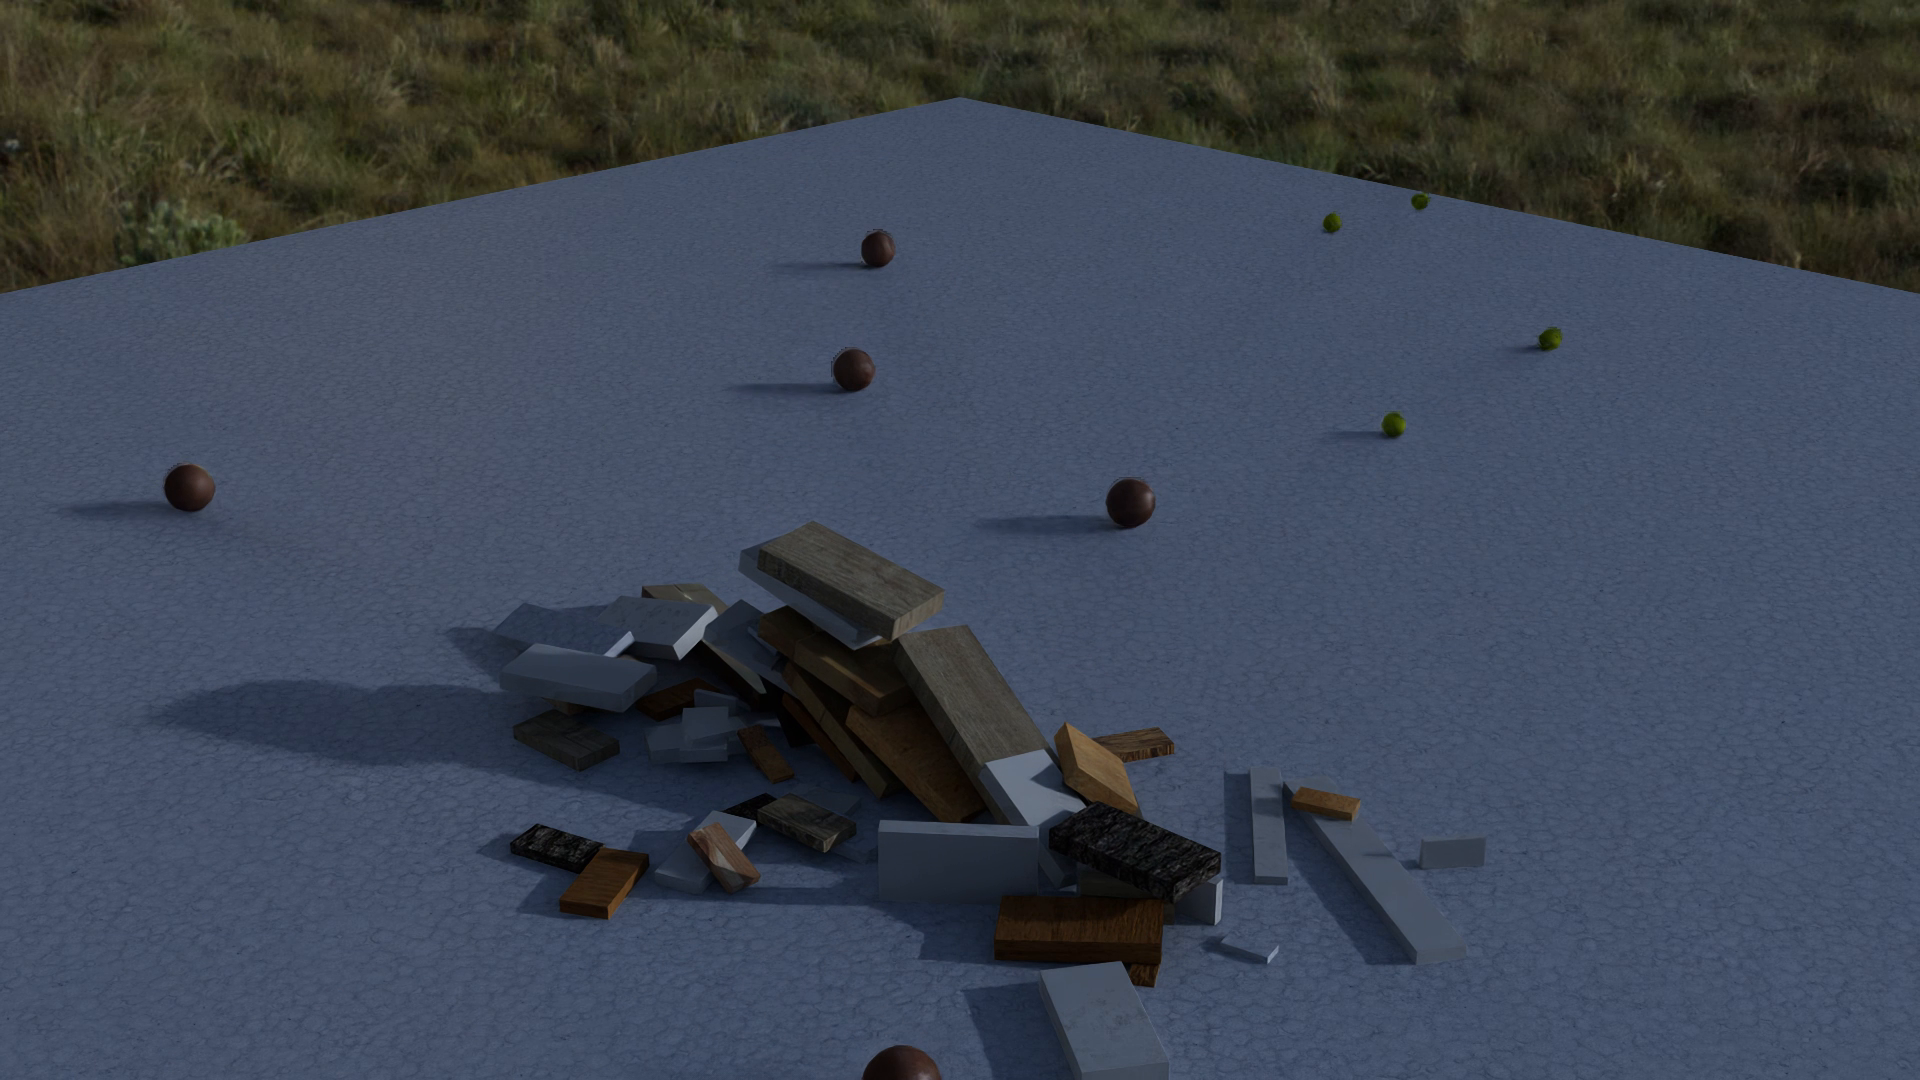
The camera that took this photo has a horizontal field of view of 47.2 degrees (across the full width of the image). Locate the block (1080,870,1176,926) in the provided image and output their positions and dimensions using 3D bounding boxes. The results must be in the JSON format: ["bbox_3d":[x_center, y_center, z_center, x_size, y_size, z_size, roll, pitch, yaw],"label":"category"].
[{"bbox_3d":[0.312,0.664,4.083,0.175,0.088,0.025,3,23,8],"label":"block"}]

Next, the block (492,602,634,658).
[{"bbox_3d":[-0.923,0.224,5.098,0.371,0.032,0.114,11,45,38],"label":"block"}]

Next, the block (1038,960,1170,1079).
[{"bbox_3d":[0.242,0.828,3.755,0.149,0.042,0.299,-5,23,-11],"label":"block"}]

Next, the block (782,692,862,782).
[{"bbox_3d":[-0.250,0.397,4.663,0.129,0.037,0.258,-18,50,-37],"label":"block"}]

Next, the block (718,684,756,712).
[{"bbox_3d":[-0.480,0.349,4.915,0.059,0.017,0.119,-19,30,-39],"label":"block"}]

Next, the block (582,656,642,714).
[{"bbox_3d":[-0.797,0.324,4.958,0.110,0.031,0.221,2,23,5],"label":"block"}]

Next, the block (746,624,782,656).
[{"bbox_3d":[-0.406,0.212,4.715,0.049,0.014,0.098,-10,39,-47],"label":"block"}]

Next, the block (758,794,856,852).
[{"bbox_3d":[-0.303,0.558,4.346,0.184,0.026,0.092,19,29,37],"label":"block"}]

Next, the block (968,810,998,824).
[{"bbox_3d":[0.033,0.577,4.351,0.103,0.015,0.051,-31,36,-27],"label":"block"}]

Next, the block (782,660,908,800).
[{"bbox_3d":[-0.198,0.371,4.613,0.178,0.050,0.356,-18,56,-40],"label":"block"}]

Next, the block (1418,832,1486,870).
[{"bbox_3d":[0.955,0.603,4.260,0.125,0.063,0.018,-3,23,-6],"label":"block"}]

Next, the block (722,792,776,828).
[{"bbox_3d":[-0.425,0.554,4.428,0.143,0.020,0.072,-20,30,-38],"label":"block"}]

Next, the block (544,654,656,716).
[{"bbox_3d":[-0.802,0.321,4.883,0.229,0.032,0.114,-19,30,-37],"label":"block"}]

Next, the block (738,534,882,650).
[{"bbox_3d":[-0.284,0.101,4.695,0.360,0.051,0.180,32,36,32],"label":"block"}]

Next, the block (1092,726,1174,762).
[{"bbox_3d":[0.363,0.441,4.692,0.167,0.024,0.084,-8,24,-18],"label":"block"}]

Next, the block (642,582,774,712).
[{"bbox_3d":[-0.536,0.239,5.080,0.153,0.043,0.713,-3,19,-29],"label":"block"}]

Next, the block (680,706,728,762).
[{"bbox_3d":[-0.542,0.412,4.674,0.098,0.028,0.195,-2,23,-4],"label":"block"}]

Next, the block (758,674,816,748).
[{"bbox_3d":[-0.352,0.322,4.766,0.129,0.037,0.258,-8,57,-32],"label":"block"}]

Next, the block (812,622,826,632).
[{"bbox_3d":[-0.288,0.133,4.717,0.092,0.026,0.184,-2,33,-20],"label":"block"}]

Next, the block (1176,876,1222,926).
[{"bbox_3d":[0.406,0.651,4.113,0.176,0.088,0.025,14,27,30],"label":"block"}]

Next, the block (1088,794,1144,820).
[{"bbox_3d":[0.318,0.568,4.386,0.097,0.028,0.194,-2,23,-6],"label":"block"}]

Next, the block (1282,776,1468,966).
[{"bbox_3d":[0.790,0.626,4.251,0.097,0.028,0.645,-6,24,-13],"label":"block"}]

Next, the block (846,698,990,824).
[{"bbox_3d":[-0.052,0.442,4.497,0.178,0.050,0.356,-19,49,-40],"label":"block"}]

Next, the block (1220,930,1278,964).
[{"bbox_3d":[0.526,0.740,3.999,0.095,0.013,0.047,14,27,29],"label":"block"}]

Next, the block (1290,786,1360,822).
[{"bbox_3d":[0.735,0.530,4.419,0.125,0.018,0.063,10,25,23],"label":"block"}]

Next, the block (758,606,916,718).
[{"bbox_3d":[-0.238,0.238,4.633,0.356,0.050,0.178,32,36,32],"label":"block"}]

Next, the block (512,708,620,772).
[{"bbox_3d":[-0.844,0.428,4.712,0.220,0.031,0.110,19,30,38],"label":"block"}]

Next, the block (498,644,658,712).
[{"bbox_3d":[-0.839,0.301,4.832,0.306,0.043,0.153,9,25,20],"label":"block"}]

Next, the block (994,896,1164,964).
[{"bbox_3d":[0.219,0.710,4.013,0.299,0.042,0.149,0,22,8],"label":"block"}]

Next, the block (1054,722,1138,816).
[{"bbox_3d":[0.271,0.466,4.429,0.146,0.041,0.292,34,9,-9],"label":"block"}]

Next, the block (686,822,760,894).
[{"bbox_3d":[-0.453,0.609,4.216,0.072,0.020,0.143,-17,54,-43],"label":"block"}]

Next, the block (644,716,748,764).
[{"bbox_3d":[-0.560,0.428,4.713,0.221,0.031,0.110,-6,24,-14],"label":"block"}]

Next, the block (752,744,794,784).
[{"bbox_3d":[-0.392,0.469,4.605,0.049,0.014,0.098,-14,42,-29],"label":"block"}]

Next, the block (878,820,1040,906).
[{"bbox_3d":[-0.003,0.608,4.136,0.299,0.149,0.042,2,23,4],"label":"block"}]

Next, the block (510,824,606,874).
[{"bbox_3d":[-0.787,0.604,4.306,0.167,0.024,0.084,12,26,26],"label":"block"}]

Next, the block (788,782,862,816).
[{"bbox_3d":[-0.281,0.534,4.476,0.143,0.020,0.072,11,25,23],"label":"block"}]

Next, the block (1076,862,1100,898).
[{"bbox_3d":[0.307,0.651,4.115,0.175,0.088,0.025,6,24,13],"label":"block"}]

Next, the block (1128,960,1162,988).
[{"bbox_3d":[0.332,0.766,3.938,0.047,0.013,0.095,5,24,12],"label":"block"}]

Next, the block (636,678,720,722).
[{"bbox_3d":[-0.627,0.355,4.894,0.167,0.024,0.084,-19,30,-38],"label":"block"}]

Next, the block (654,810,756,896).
[{"bbox_3d":[-0.492,0.606,4.271,0.098,0.028,0.219,10,31,23],"label":"block"}]

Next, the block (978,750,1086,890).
[{"bbox_3d":[0.175,0.537,4.256,0.146,0.041,0.292,-9,48,-35],"label":"block"}]

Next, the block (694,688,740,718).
[{"bbox_3d":[-0.535,0.363,4.838,0.105,0.053,0.015,10,25,23],"label":"block"}]

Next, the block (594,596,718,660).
[{"bbox_3d":[-0.720,0.202,5.102,0.306,0.043,0.153,4,38,38],"label":"block"}]

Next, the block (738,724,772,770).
[{"bbox_3d":[-0.427,0.438,4.660,0.053,0.015,0.105,-12,48,-27],"label":"block"}]

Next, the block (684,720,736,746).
[{"bbox_3d":[-0.526,0.407,4.634,0.098,0.014,0.049,-11,25,-24],"label":"block"}]

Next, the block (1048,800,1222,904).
[{"bbox_3d":[0.326,0.581,4.114,0.292,0.041,0.146,19,30,38],"label":"block"}]

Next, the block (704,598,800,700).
[{"bbox_3d":[-0.411,0.234,4.742,0.258,0.037,0.129,31,40,17],"label":"block"}]

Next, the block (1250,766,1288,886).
[{"bbox_3d":[0.616,0.567,4.402,0.063,0.018,0.433,2,23,5],"label":"block"}]

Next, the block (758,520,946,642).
[{"bbox_3d":[-0.231,0.083,4.642,0.360,0.051,0.180,27,34,26],"label":"block"}]

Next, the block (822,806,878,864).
[{"bbox_3d":[-0.230,0.584,4.352,0.184,0.026,0.092,16,28,33],"label":"block"}]

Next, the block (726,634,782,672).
[{"bbox_3d":[-0.438,0.242,4.680,0.105,0.015,0.053,24,38,9],"label":"block"}]

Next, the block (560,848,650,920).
[{"bbox_3d":[-0.676,0.652,4.188,0.098,0.028,0.195,6,24,14],"label":"block"}]

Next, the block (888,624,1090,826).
[{"bbox_3d":[0.065,0.396,4.450,0.180,0.051,0.567,-7,46,-34],"label":"block"}]
